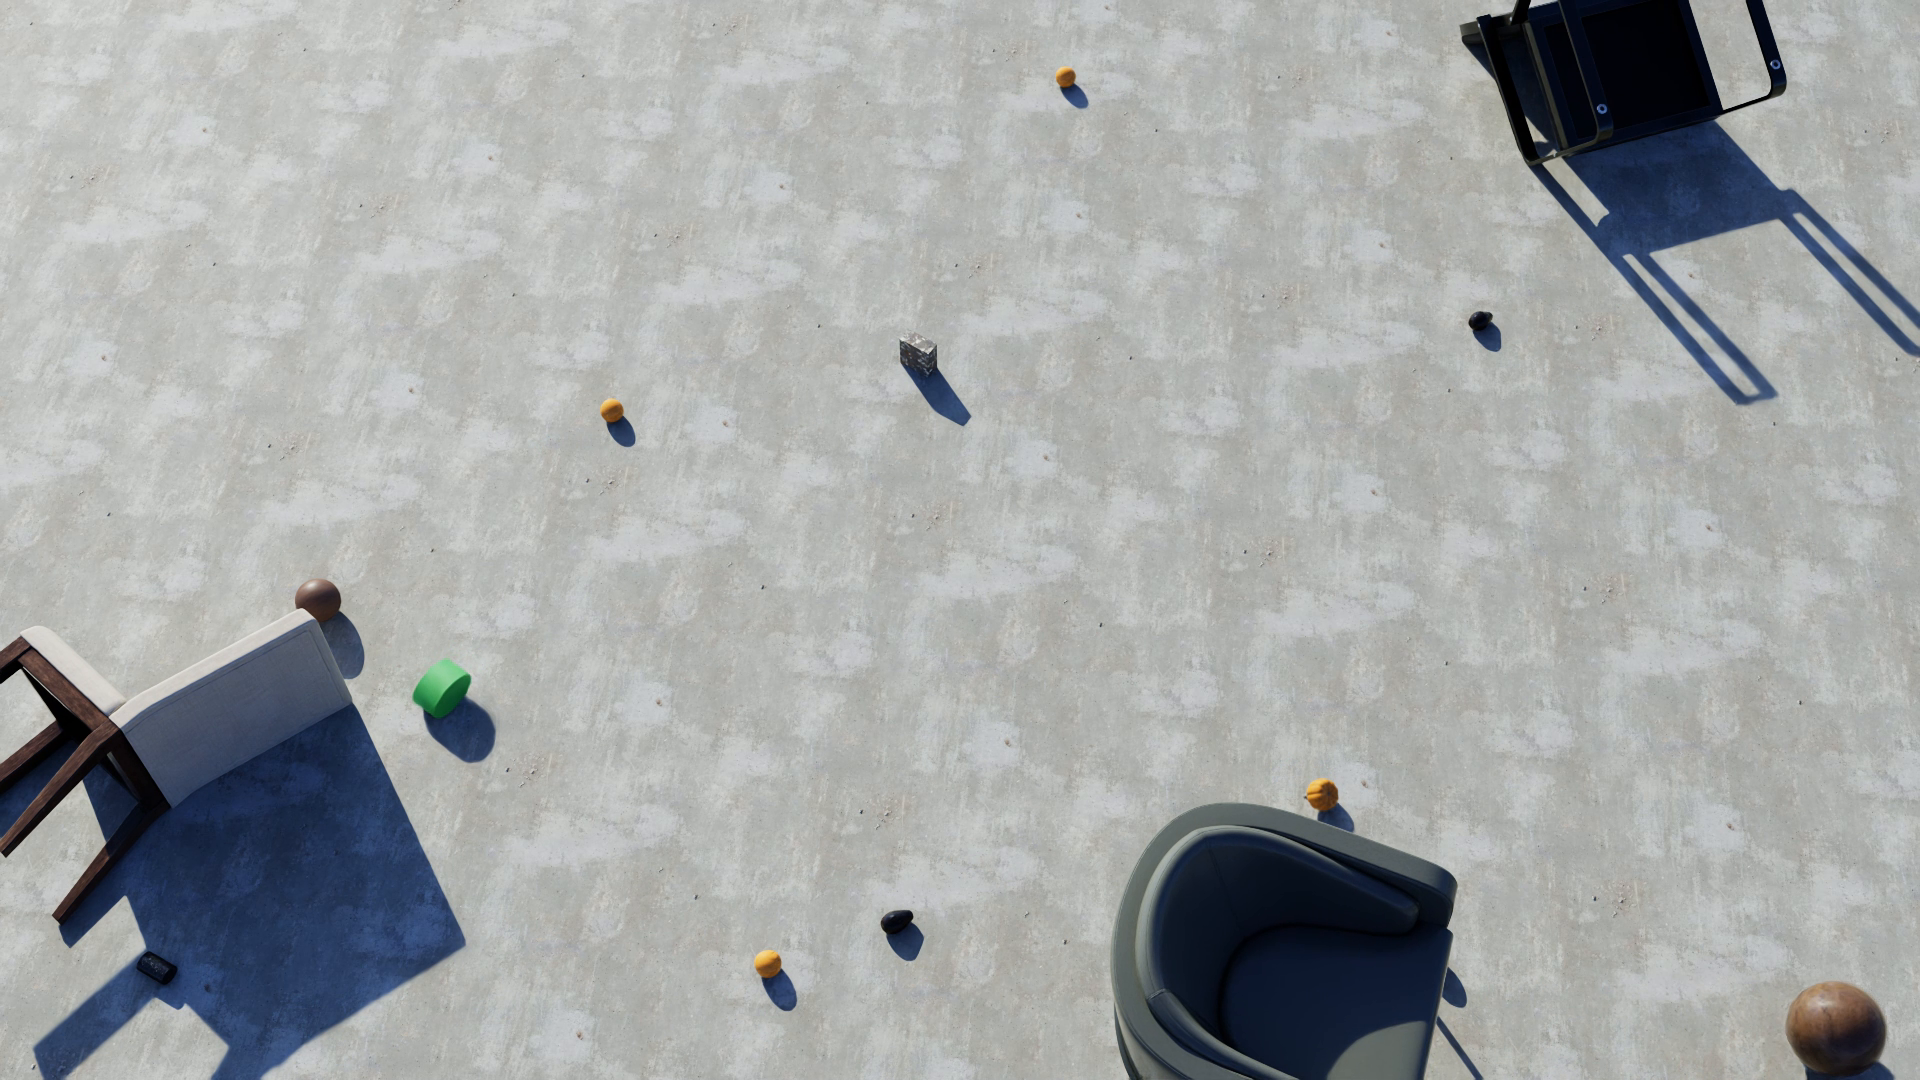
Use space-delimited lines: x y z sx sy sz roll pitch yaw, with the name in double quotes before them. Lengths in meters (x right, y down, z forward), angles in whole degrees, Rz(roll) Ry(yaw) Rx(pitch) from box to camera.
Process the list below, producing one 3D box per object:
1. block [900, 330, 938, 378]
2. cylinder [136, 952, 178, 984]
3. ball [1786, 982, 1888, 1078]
"block" -0.130 -0.585 6.895 0.109 0.119 0.049 29 61 18
"cylinder" -2.114 1.127 5.788 0.087 0.049 0.057 25 55 16
"ball" 2.228 1.245 5.594 0.240 0.240 0.240 0 56 0
